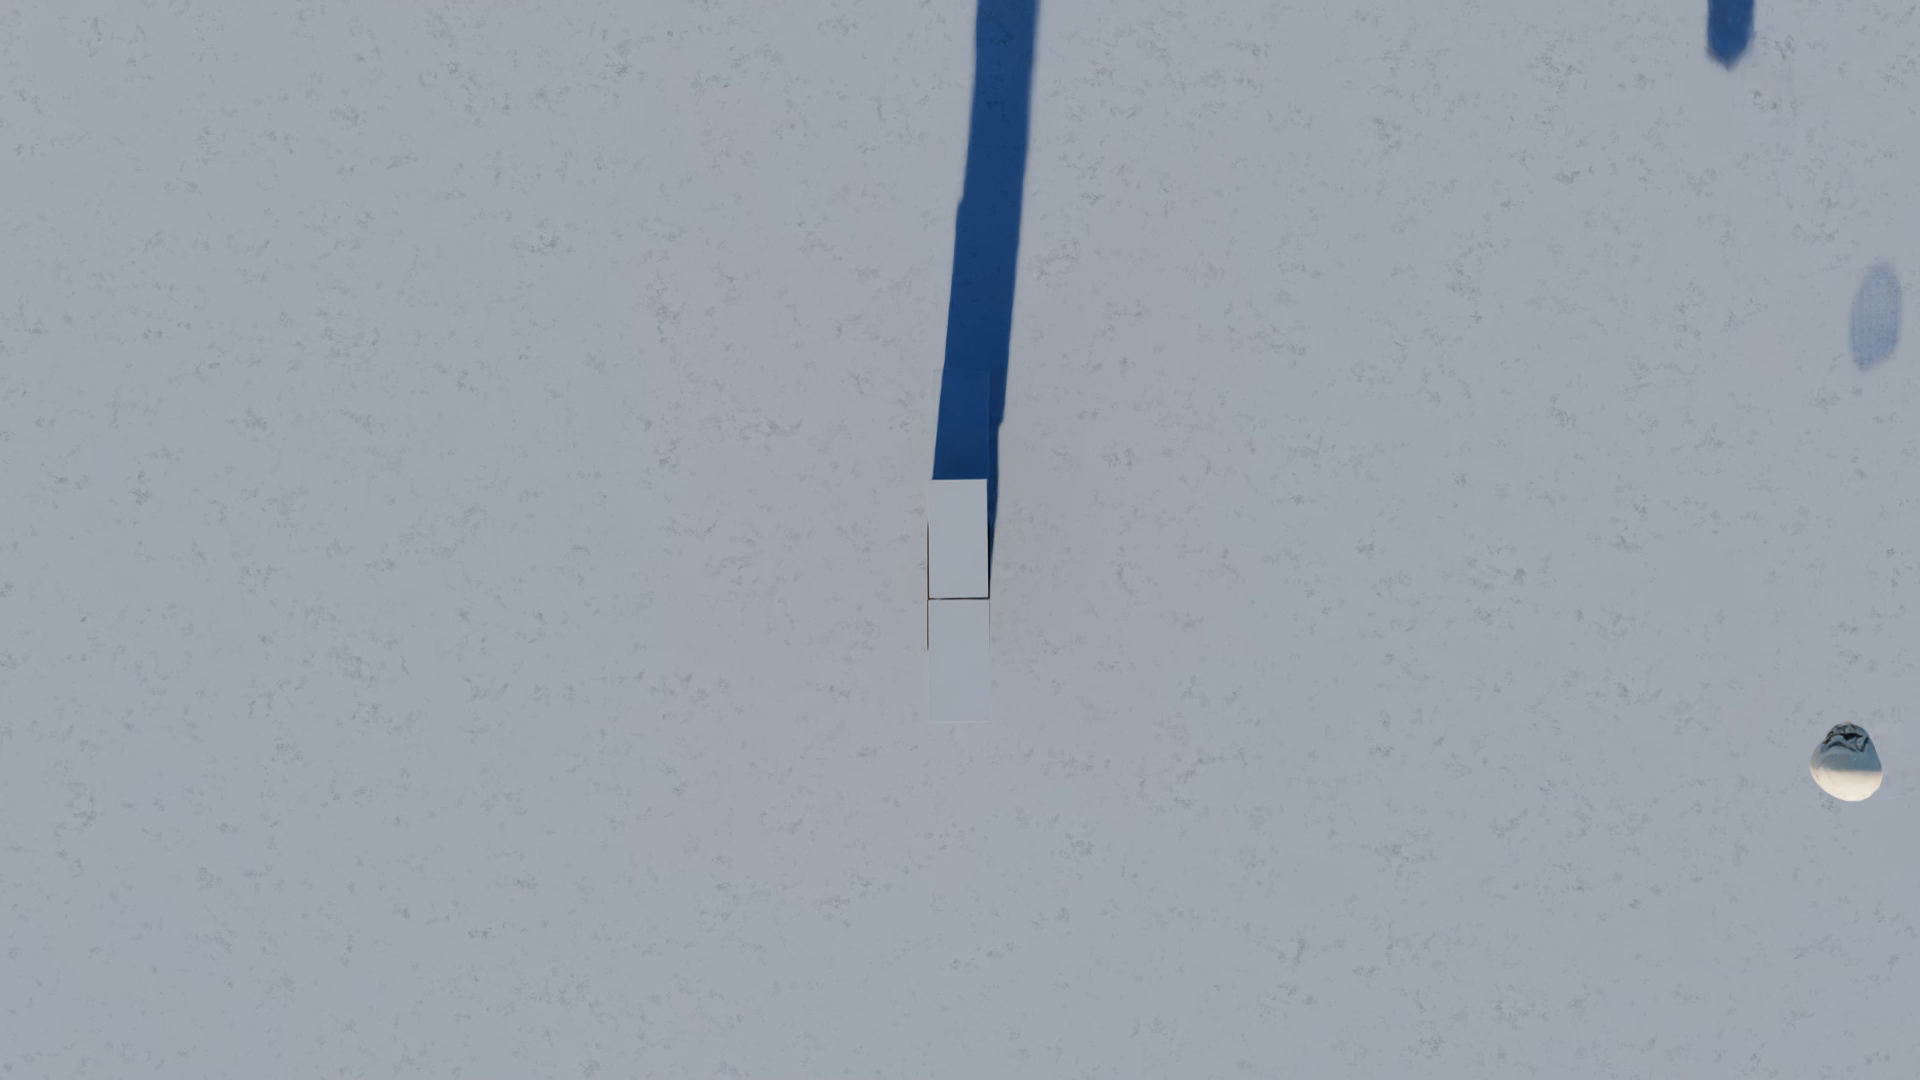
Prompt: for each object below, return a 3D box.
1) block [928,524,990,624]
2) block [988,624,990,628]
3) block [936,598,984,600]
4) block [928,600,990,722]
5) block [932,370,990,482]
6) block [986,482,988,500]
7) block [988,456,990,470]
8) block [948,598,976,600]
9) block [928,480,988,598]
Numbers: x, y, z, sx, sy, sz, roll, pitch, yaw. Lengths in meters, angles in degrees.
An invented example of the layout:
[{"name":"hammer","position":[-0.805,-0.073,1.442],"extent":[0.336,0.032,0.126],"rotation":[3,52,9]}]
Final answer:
[{"name":"block","position":[-0.004,0.133,4.731],"extent":[0.178,0.050,0.356],"rotation":[0,90,0]},{"name":"block","position":[-0.002,0.192,4.108],"extent":[0.144,0.288,0.041],"rotation":[0,90,0]},{"name":"block","position":[-0.001,0.082,4.435],"extent":[0.126,0.036,0.253],"rotation":[0,90,0]},{"name":"block","position":[-0.002,0.287,3.943],"extent":[0.144,0.041,0.288],"rotation":[0,90,0]},{"name":"block","position":[0.002,-0.293,4.243],"extent":[0.144,0.041,0.287],"rotation":[0,90,0]},{"name":"block","position":[0.003,-0.145,5.137],"extent":[0.170,0.048,0.339],"rotation":[0,90,0]},{"name":"block","position":[0.003,-0.197,4.407],"extent":[0.144,0.287,0.041],"rotation":[1,90,0]},{"name":"block","position":[0.003,0.143,4.262],"extent":[0.072,0.021,0.145],"rotation":[0,90,0]},{"name":"block","position":[-0.004,-0.004,3.935],"extent":[0.140,0.040,0.280],"rotation":[-1,90,1]}]
